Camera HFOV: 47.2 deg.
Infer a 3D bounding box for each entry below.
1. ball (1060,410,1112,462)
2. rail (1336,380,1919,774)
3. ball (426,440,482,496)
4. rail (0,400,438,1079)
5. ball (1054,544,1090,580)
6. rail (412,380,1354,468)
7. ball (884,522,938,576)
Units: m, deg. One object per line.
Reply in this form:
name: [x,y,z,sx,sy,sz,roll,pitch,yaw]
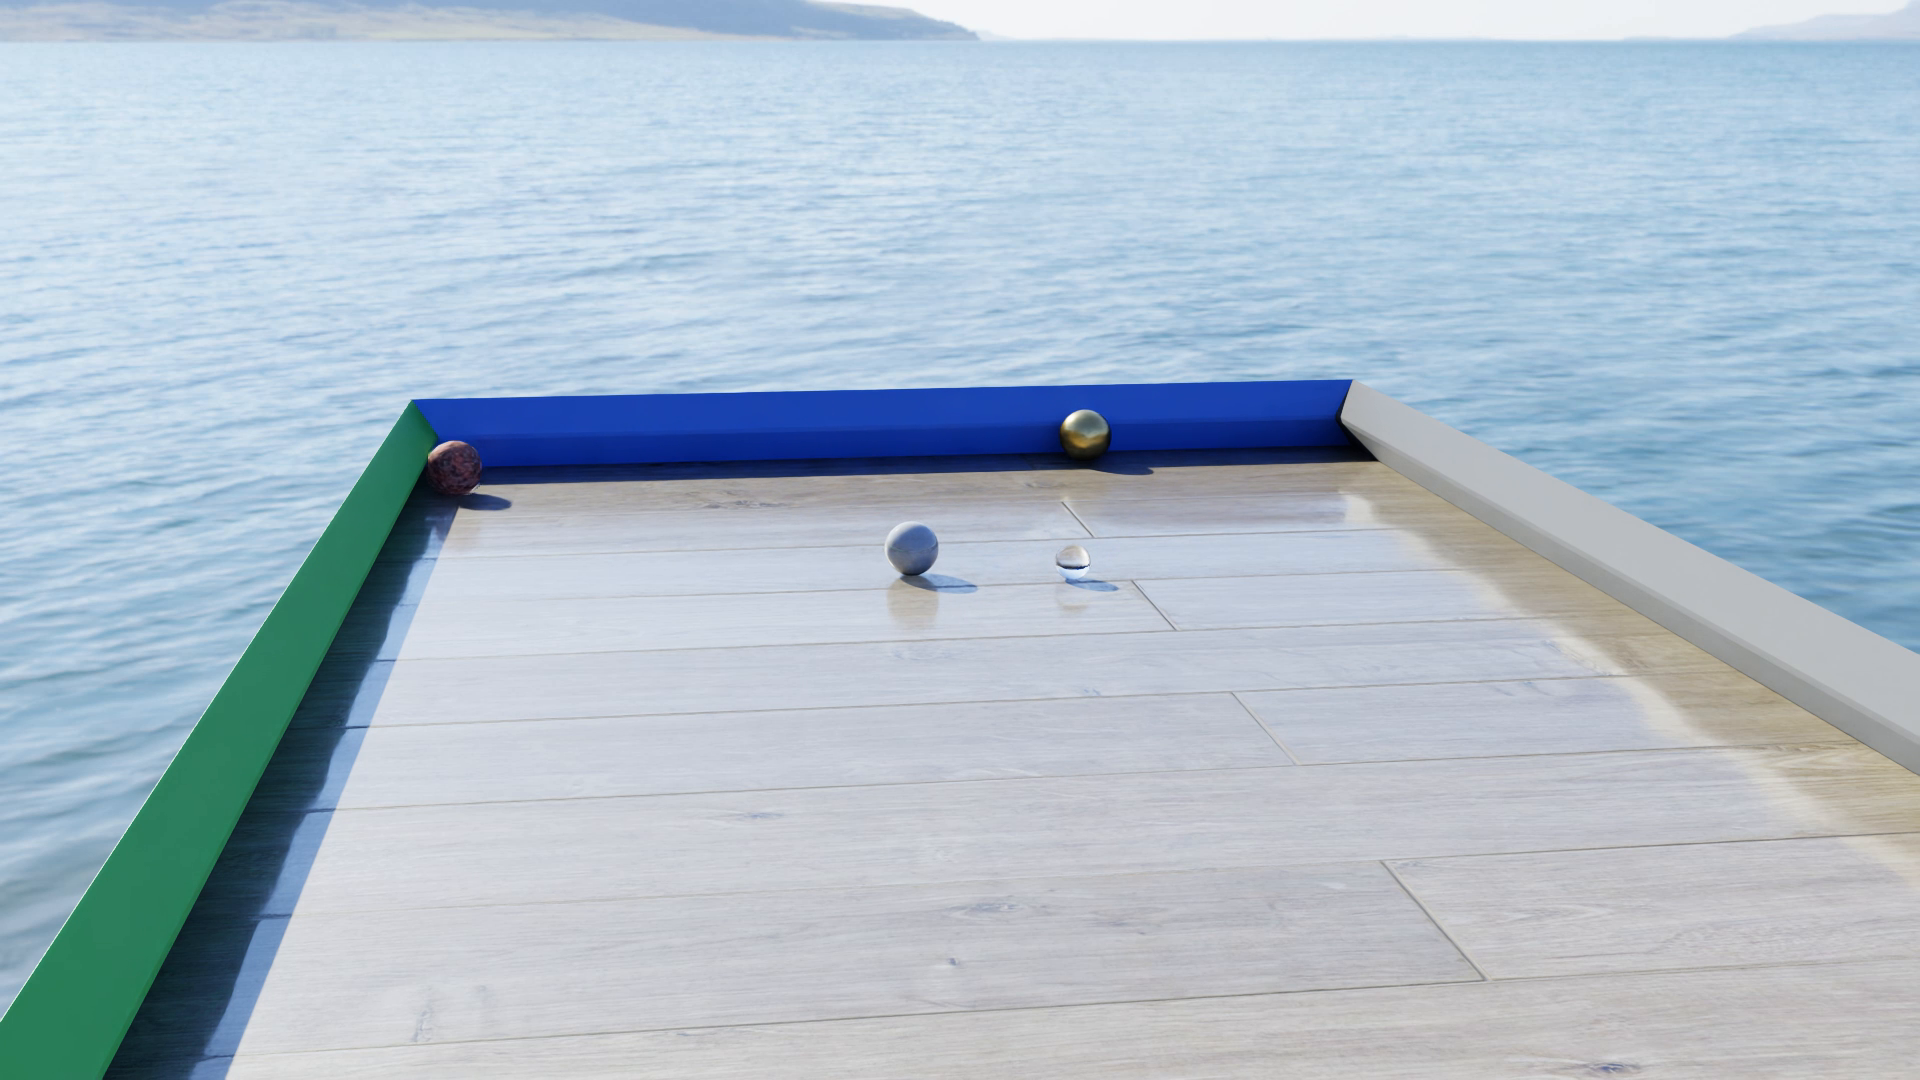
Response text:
ball: [0.208,-0.173,3.634,0.086,0.086,0.086,0,13,0]
rail: [0.866,0.129,2.254,0.045,0.112,3.154,-2,13,-8]
ball: [-0.773,-0.110,3.365,0.084,0.084,0.084,0,13,0]
rail: [-0.652,0.175,2.051,0.045,0.112,3.154,-2,13,-8]
ball: [0.146,0.028,2.844,0.047,0.047,0.047,0,13,0]
rail: [-0.104,-0.191,3.652,1.580,0.112,0.045,-2,13,-8]
ball: [-0.063,0.011,2.864,0.071,0.071,0.071,0,13,0]
